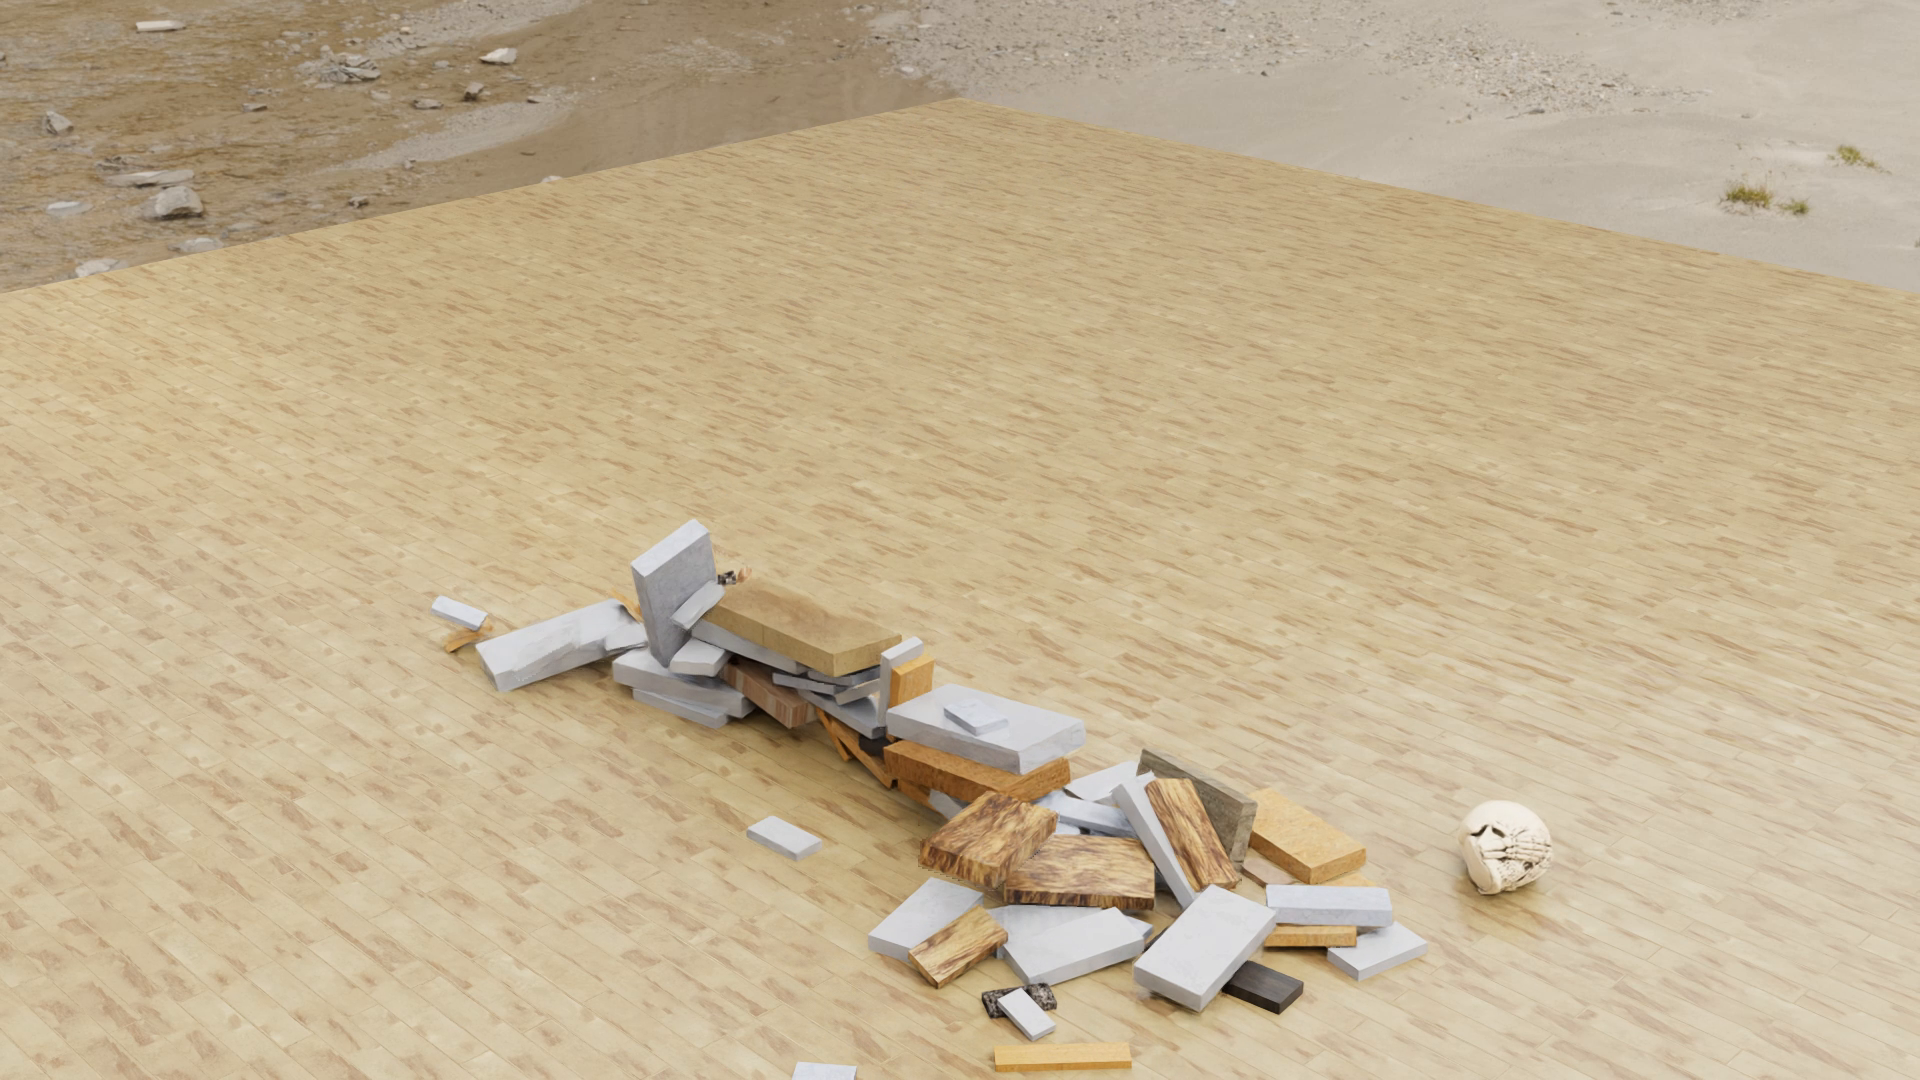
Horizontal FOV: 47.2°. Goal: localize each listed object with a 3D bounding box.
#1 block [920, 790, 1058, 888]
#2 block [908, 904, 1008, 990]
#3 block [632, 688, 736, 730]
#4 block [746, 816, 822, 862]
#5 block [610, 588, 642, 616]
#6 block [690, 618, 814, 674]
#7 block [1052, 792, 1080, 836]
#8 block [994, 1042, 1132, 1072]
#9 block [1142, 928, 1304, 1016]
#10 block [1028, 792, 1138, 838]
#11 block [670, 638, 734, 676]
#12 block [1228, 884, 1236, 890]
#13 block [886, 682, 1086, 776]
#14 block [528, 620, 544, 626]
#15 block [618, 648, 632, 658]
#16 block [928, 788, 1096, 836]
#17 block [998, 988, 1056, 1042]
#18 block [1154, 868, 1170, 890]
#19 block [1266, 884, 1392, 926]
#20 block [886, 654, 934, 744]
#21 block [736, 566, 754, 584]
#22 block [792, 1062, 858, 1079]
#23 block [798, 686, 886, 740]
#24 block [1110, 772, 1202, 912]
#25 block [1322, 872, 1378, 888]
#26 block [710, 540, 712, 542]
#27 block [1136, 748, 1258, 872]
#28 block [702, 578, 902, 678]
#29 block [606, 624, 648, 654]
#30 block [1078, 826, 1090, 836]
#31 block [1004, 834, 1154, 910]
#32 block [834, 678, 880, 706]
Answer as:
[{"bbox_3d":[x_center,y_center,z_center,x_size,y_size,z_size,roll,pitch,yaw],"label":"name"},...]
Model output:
[{"bbox_3d":[0.055,0.533,3.938,0.142,0.040,0.283,15,19,21],"label":"block"},{"bbox_3d":[-0.003,0.728,3.939,0.166,0.023,0.083,-30,55,-29],"label":"block"},{"bbox_3d":[-0.604,0.357,4.884,0.246,0.027,0.094,16,28,33],"label":"block"},{"bbox_3d":[-0.347,0.589,4.346,0.142,0.020,0.071,20,30,38],"label":"block"},{"bbox_3d":[-0.761,0.152,5.096,0.121,0.060,0.017,28,79,48],"label":"block"},{"bbox_3d":[-0.404,0.203,4.752,0.348,0.049,0.174,16,24,42],"label":"block"},{"bbox_3d":[0.183,0.531,4.224,0.065,0.018,0.131,2,31,-15],"label":"block"},{"bbox_3d":[0.172,0.869,3.694,0.228,0.015,0.053,-1,23,-3],"label":"block"},{"bbox_3d":[0.467,0.767,3.923,0.285,0.024,0.083,17,28,34],"label":"block"},{"bbox_3d":[0.237,0.524,4.207,0.293,0.017,0.060,12,32,9],"label":"block"},{"bbox_3d":[-0.549,0.243,4.768,0.098,0.028,0.196,4,19,11],"label":"block"},{"bbox_3d":[0.479,0.644,4.225,0.052,0.015,0.103,-12,26,-25],"label":"block"},{"bbox_3d":[0.047,0.370,4.346,0.177,0.050,0.390,-21,22,-38],"label":"block"},{"bbox_3d":[-0.780,0.217,5.141,0.525,0.017,0.059,1,29,21],"label":"block"},{"bbox_3d":[-0.701,0.231,5.144,0.189,0.027,0.095,-7,22,5],"label":"block"},{"bbox_3d":[0.125,0.558,4.274,0.177,0.050,0.355,-21,45,-39],"label":"block"},{"bbox_3d":[0.114,0.817,3.787,0.050,0.014,0.101,-20,41,-30],"label":"block"},{"bbox_3d":[0.356,0.649,4.214,0.103,0.015,0.052,3,23,7],"label":"block"},{"bbox_3d":[0.677,0.672,4.046,0.223,0.032,0.112,1,12,6],"label":"block"},{"bbox_3d":[-0.102,0.324,4.490,0.091,0.182,0.026,-24,45,-36],"label":"block"},{"bbox_3d":[-0.514,0.138,5.204,0.023,0.159,0.080,-4,60,-20],"label":"block"},{"bbox_3d":[-0.225,0.890,3.646,0.101,0.014,0.050,3,23,7],"label":"block"},{"bbox_3d":[-0.230,0.348,4.640,0.091,0.026,0.250,-18,31,-38],"label":"block"},{"bbox_3d":[0.392,0.566,4.144,0.112,0.032,0.263,-10,64,-54],"label":"block"},{"bbox_3d":[0.710,0.677,4.136,0.166,0.024,0.083,-13,26,-27],"label":"block"},{"bbox_3d":[-0.648,0.095,5.223,0.028,0.196,0.098,24,-25,-39],"label":"block"},{"bbox_3d":[0.453,0.527,4.315,0.040,0.142,0.299,4,14,-38],"label":"block"},{"bbox_3d":[-0.349,0.180,4.659,0.174,0.049,0.504,-15,22,-37],"label":"block"},{"bbox_3d":[-0.749,0.222,4.984,0.106,0.015,0.053,-13,51,11],"label":"block"},{"bbox_3d":[0.165,0.558,4.218,0.166,0.023,0.083,14,33,5],"label":"block"},{"bbox_3d":[0.223,0.617,4.110,0.276,0.038,0.135,3,44,1],"label":"block"},{"bbox_3d":[-0.180,0.305,4.569,0.084,0.024,0.167,-19,-3,-40],"label":"block"}]
